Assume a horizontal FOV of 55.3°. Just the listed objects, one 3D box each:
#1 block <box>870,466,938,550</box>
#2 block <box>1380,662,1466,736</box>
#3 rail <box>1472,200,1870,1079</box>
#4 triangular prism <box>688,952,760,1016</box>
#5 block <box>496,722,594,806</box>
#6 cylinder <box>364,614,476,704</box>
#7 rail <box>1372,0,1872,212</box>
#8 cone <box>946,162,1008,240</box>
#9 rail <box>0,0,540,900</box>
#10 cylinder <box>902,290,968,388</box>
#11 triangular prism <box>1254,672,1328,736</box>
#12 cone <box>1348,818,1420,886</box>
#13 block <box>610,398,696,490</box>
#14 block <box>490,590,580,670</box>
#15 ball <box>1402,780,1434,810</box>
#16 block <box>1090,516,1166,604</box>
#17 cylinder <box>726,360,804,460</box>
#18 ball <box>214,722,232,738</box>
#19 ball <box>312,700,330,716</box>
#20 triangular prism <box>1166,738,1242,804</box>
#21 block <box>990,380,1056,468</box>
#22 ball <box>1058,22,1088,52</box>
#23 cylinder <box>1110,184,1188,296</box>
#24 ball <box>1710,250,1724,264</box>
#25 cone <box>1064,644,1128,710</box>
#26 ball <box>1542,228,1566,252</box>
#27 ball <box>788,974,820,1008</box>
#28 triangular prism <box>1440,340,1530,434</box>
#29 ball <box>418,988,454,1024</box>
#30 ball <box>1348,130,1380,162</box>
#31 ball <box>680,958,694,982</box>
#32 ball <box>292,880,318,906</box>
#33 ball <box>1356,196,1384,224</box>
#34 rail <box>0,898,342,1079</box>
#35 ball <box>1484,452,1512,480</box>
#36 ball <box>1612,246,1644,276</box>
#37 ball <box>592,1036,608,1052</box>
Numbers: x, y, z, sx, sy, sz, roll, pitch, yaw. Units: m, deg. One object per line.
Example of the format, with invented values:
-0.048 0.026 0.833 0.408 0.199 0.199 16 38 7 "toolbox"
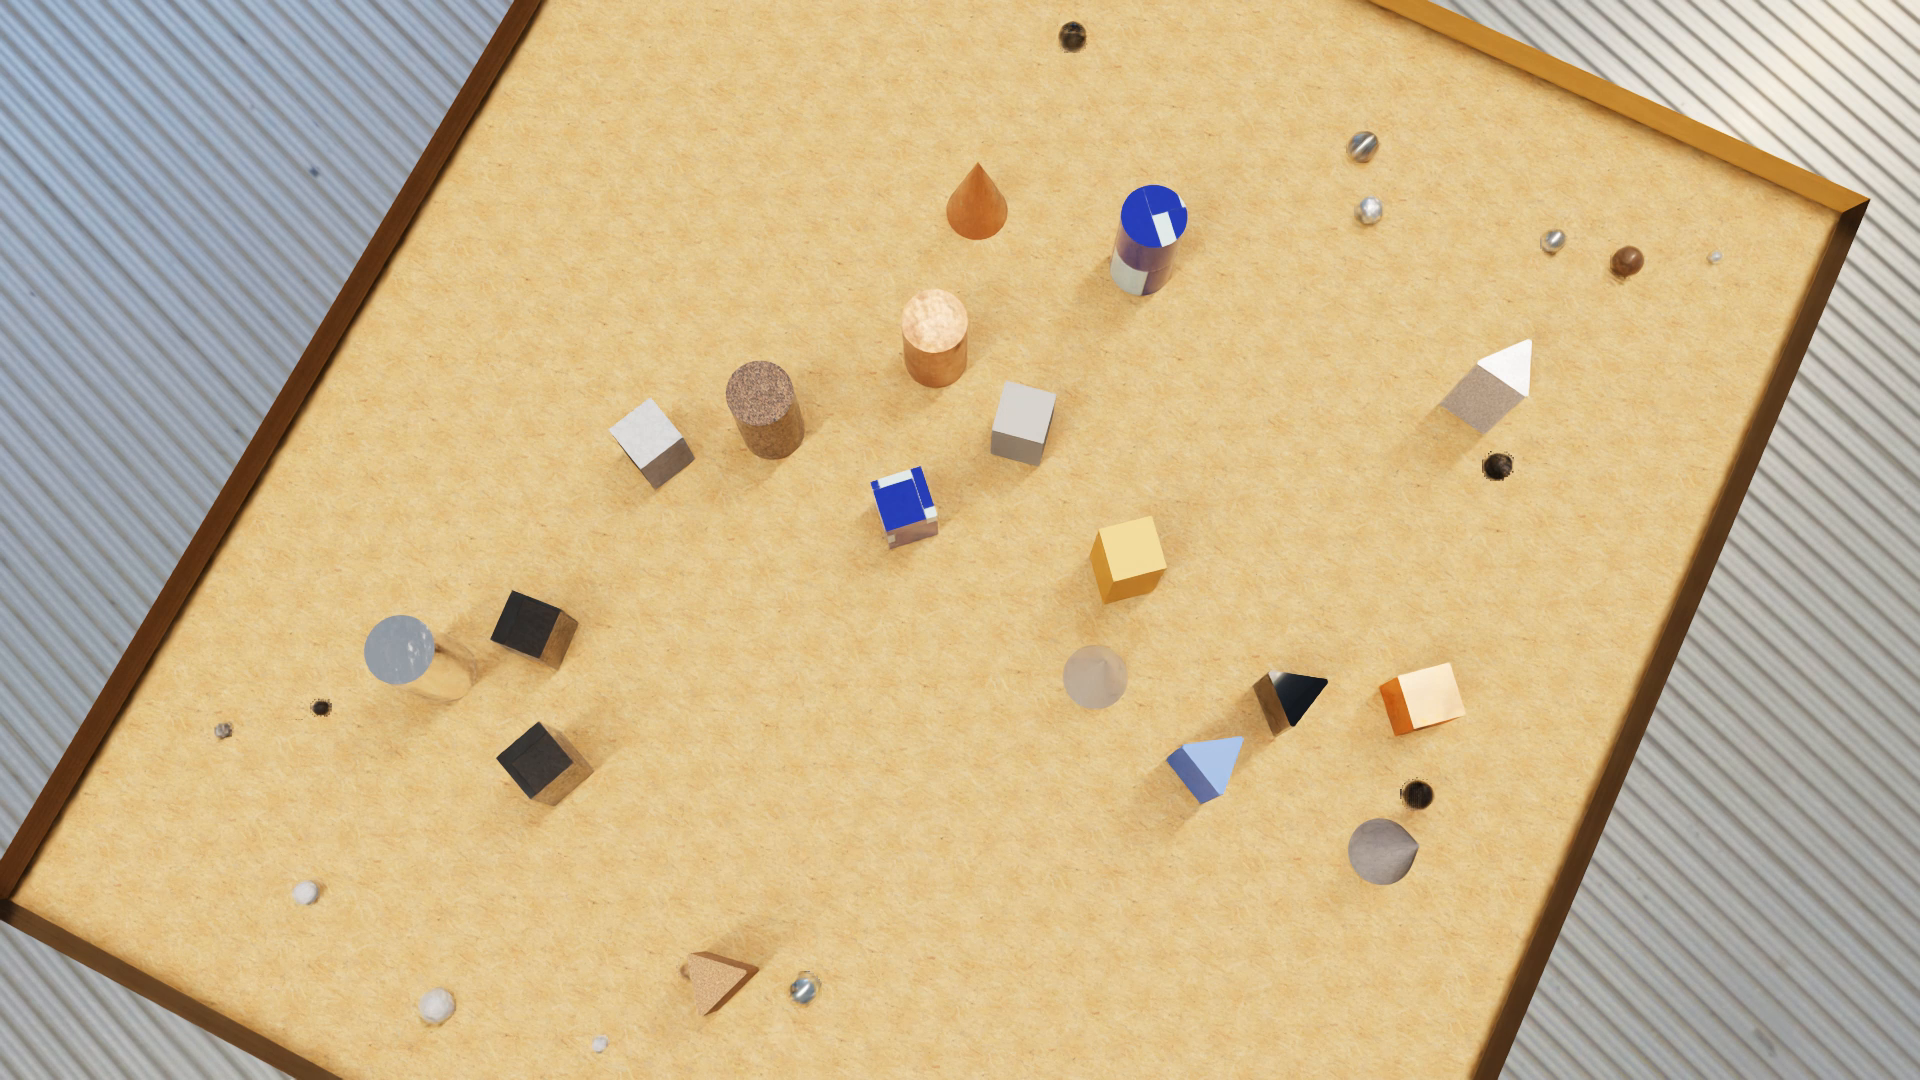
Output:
-0.165 -0.094 5.499 0.157 0.269 0.157 -18 79 -4 "block"
1.359 0.472 5.395 0.157 0.242 0.157 -15 79 -3 "block"
1.817 0.897 5.365 0.045 0.127 4.469 26 80 5 "rail"
-0.698 1.225 5.193 0.170 0.332 0.147 -43 81 -8 "triangular prism"
-1.200 0.653 5.323 0.157 0.311 0.157 -41 81 -8 "block"
-1.558 0.350 5.313 0.196 0.453 0.196 0 78 0 "cylinder"
0.989 -1.929 5.950 4.111 0.127 0.045 26 80 5 "rail"
0.054 -1.087 5.643 0.196 0.388 0.196 0 78 0 "cone"
-1.817 -0.883 5.733 0.045 0.127 4.469 26 80 5 "rail"
-0.075 -0.606 5.556 0.196 0.365 0.196 0 78 0 "cylinder"
0.941 0.450 5.373 0.147 0.294 0.170 38 81 7 "triangular prism"
1.247 0.875 5.198 0.196 0.466 0.196 0 78 0 "cone"
-0.928 -0.288 5.539 0.157 0.269 0.157 -39 81 -7 "block"
-1.258 0.270 5.431 0.157 0.254 0.157 21 79 4 "block"
1.355 0.754 5.415 0.089 0.089 0.089 0 78 0 "ball"
0.492 0.064 5.404 0.157 0.390 0.157 -14 79 -3 "block"
-0.579 -0.384 5.491 0.196 0.402 0.196 0 78 0 "cylinder"
-2.202 0.569 5.474 0.048 0.048 0.048 0 78 0 "ball"
-1.912 0.504 5.488 0.048 0.048 0.048 0 78 0 "ball"
0.727 0.634 5.275 0.147 0.413 0.170 -37 81 -7 "triangular prism"
0.190 -0.349 5.544 0.157 0.284 0.157 15 79 3 "block"
0.364 -1.622 5.904 0.094 0.094 0.094 0 78 0 "ball"
0.570 -0.909 5.589 0.196 0.423 0.196 0 78 0 "cylinder"
2.385 -0.893 5.780 0.042 0.042 0.042 0 78 0 "ball"
0.409 0.374 5.340 0.196 0.389 0.196 0 78 0 "cone"
1.872 -0.944 5.773 0.076 0.076 0.076 0 78 0 "ball"
-0.452 1.303 5.298 0.096 0.096 0.096 0 78 0 "ball"
1.605 -0.478 5.497 0.170 0.427 0.147 36 81 7 "triangular prism"
-1.512 1.345 5.288 0.098 0.098 0.098 0 78 0 "ball"
1.284 -1.253 5.827 0.097 0.097 0.097 0 78 0 "ball"
-0.779 1.247 5.321 0.073 0.073 0.073 0 78 0 "ball"
-1.916 1.034 5.366 0.072 0.072 0.072 0 78 0 "ball"
1.296 -1.042 5.787 0.088 0.088 0.088 0 78 0 "ball"
-0.989 1.943 5.148 4.111 0.127 0.045 26 80 5 "rail"
1.651 -0.227 5.620 0.085 0.085 0.085 0 78 0 "ball"
2.096 -0.875 5.749 0.096 0.096 0.096 0 78 0 "ball"
-1.041 1.457 5.291 0.046 0.046 0.046 0 78 0 "ball"
